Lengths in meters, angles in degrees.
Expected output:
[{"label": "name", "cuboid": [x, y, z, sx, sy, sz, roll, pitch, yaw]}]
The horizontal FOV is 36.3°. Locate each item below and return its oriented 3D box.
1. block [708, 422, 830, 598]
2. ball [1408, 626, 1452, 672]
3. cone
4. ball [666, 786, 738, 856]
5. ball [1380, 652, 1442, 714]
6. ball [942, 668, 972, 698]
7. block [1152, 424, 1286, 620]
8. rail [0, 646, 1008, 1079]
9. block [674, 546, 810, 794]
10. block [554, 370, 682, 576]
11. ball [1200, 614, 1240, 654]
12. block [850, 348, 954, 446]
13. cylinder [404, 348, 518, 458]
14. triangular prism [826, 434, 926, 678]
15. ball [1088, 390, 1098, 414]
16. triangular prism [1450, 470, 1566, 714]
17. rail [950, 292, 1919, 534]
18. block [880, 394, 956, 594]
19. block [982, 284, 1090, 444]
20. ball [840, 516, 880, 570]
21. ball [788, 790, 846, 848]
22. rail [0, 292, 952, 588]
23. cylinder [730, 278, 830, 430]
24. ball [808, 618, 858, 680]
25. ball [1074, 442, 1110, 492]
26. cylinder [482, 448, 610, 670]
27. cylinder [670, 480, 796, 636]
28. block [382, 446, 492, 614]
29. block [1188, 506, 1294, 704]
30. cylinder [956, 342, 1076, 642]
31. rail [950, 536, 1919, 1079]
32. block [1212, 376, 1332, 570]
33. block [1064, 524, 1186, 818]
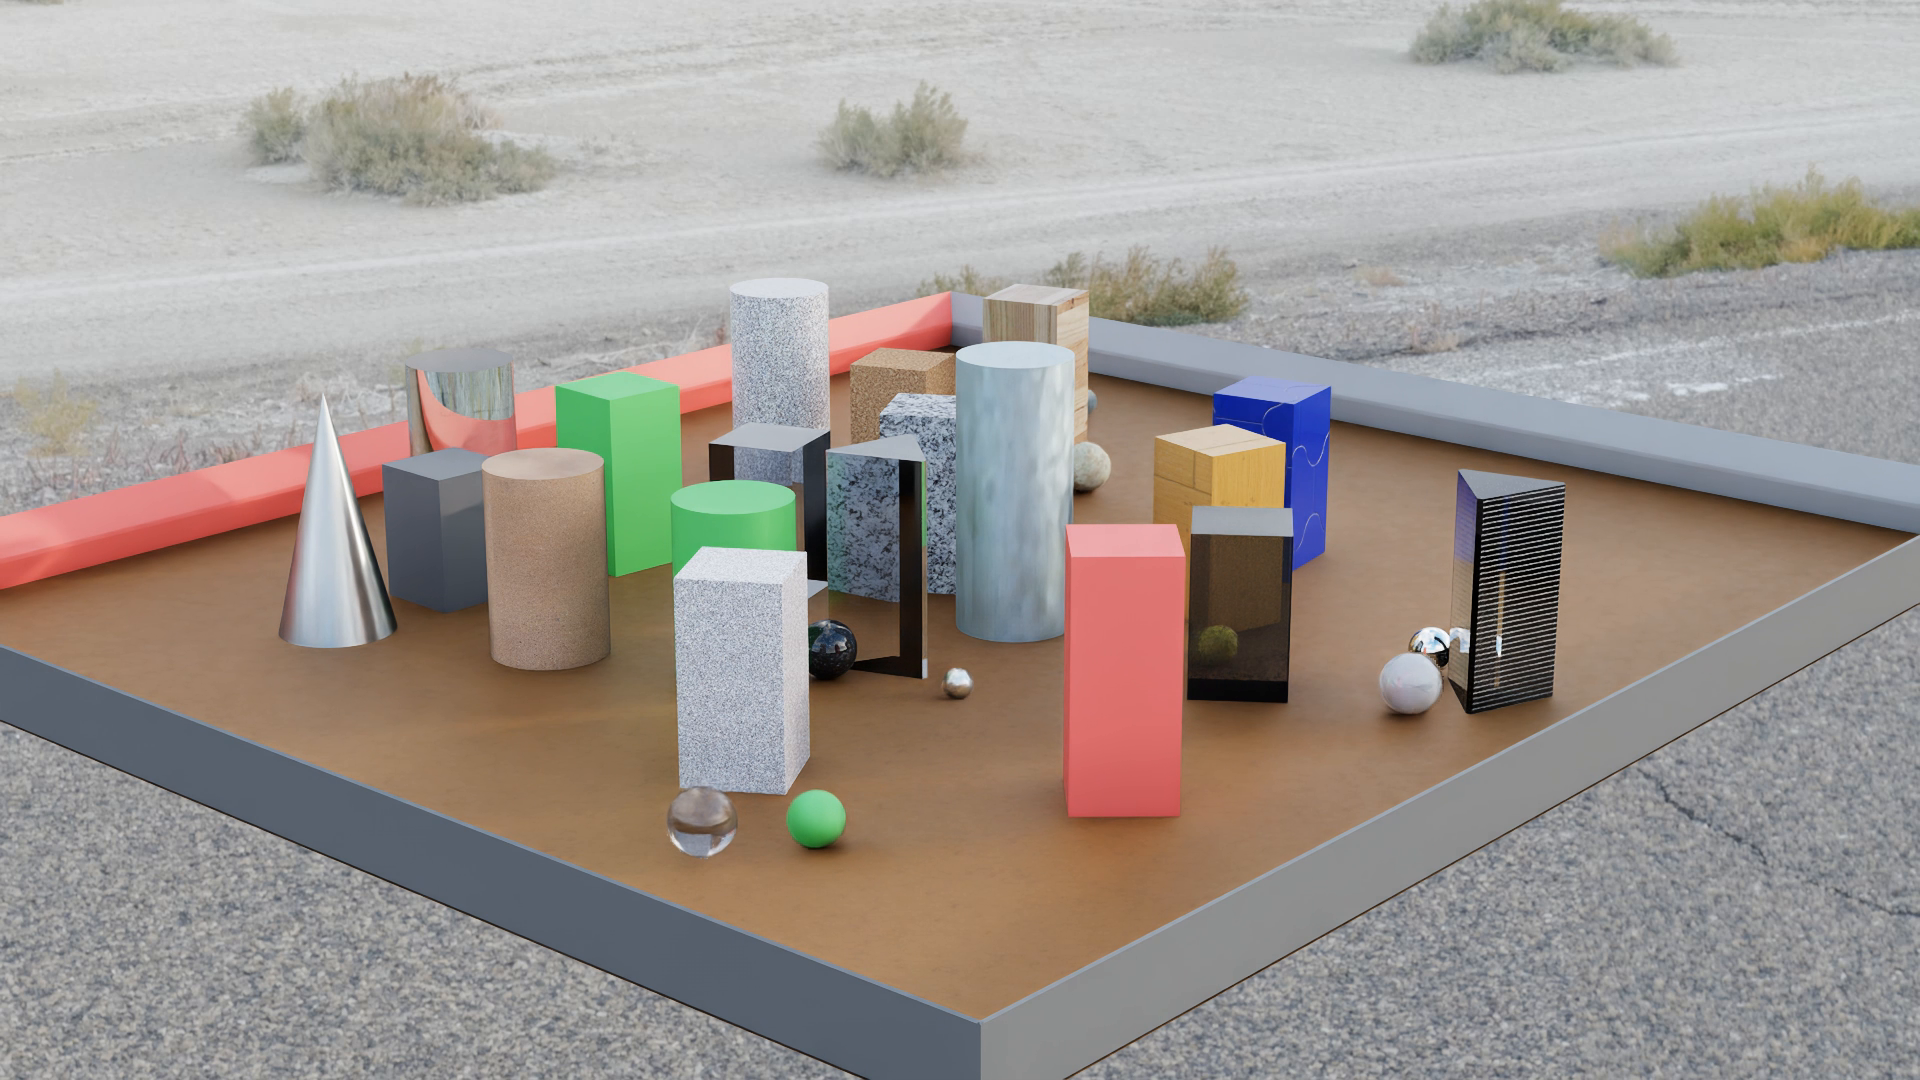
[{"label": "block", "cuboid": [-0.329, -0.046, 5.120, 0.158, 0.279, 0.158, 7, 18, 21]}, {"label": "ball", "cuboid": [0.761, 0.177, 4.732, 0.076, 0.076, 0.076, 0, 17, 0]}, {"label": "cone", "cuboid": [-1.050, -0.047, 4.894, 0.197, 0.413, 0.197, 0, 17, 0]}, {"label": "ball", "cuboid": [-0.353, 0.384, 4.008, 0.098, 0.098, 0.098, 0, 17, 0]}, {"label": "ball", "cuboid": [0.698, 0.223, 4.548, 0.095, 0.095, 0.095, 0, 17, 0]}, {"label": "ball", "cuboid": [-0.005, 0.225, 4.622, 0.047, 0.047, 0.047, 0, 17, 0]}, {"label": "block", "cuboid": [0.441, -0.026, 5.019, 0.158, 0.300, 0.158, -11, 20, -32]}, {"label": "rail", "cuboid": [-0.939, 0.344, 4.084, 2.589, 0.128, 0.045, 14, 22, 39]}, {"label": "block", "cuboid": [-0.316, 0.189, 4.272, 0.158, 0.319, 0.158, 3, 17, 10]}, {"label": "block", "cuboid": [-0.614, -0.121, 5.292, 0.158, 0.325, 0.158, -16, 23, -42]}, {"label": "ball", "cuboid": [0.428, 0.154, 4.828, 0.064, 0.064, 0.064, 0, 17, 0]}, {"label": "block", "cuboid": [-0.111, -0.228, 5.756, 0.158, 0.261, 0.158, 6, 18, 20]}, {"label": "cylinder", "cuboid": [-0.921, -0.171, 5.439, 0.197, 0.335, 0.197, 0, 17, 0]}, {"label": "triangular prism", "cuboid": [-0.108, 0.021, 4.757, 0.171, 0.362, 0.148, 6, 18, 20]}, {"label": "ball", "cuboid": [0.268, -0.299, 6.341, 0.059, 0.059, 0.059, 0, 17, 0]}, {"label": "triangular prism", "cuboid": [0.826, 0.073, 4.606, 0.171, 0.348, 0.148, -10, 19, -29]}, {"label": "rail", "cuboid": [0.939, -0.280, 6.156, 2.589, 0.128, 0.045, 14, 22, 39]}, {"label": "block", "cuboid": [-0.047, -0.082, 5.173, 0.158, 0.318, 0.158, 3, 17, 11]}, {"label": "block", "cuboid": [0.150, -0.303, 5.809, 0.158, 0.374, 0.158, 8, 18, 24]}, {"label": "ball", "cuboid": [-0.165, 0.006, 5.263, 0.097, 0.097, 0.097, 0, 17, 0]}, {"label": "ball", "cuboid": [-0.197, 0.384, 4.040, 0.080, 0.080, 0.080, 0, 17, 0]}, {"label": "rail", "cuboid": [-0.960, -0.208, 5.918, 0.045, 0.128, 2.912, 14, 22, 39]}, {"label": "cylinder", "cuboid": [-0.360, -0.325, 5.891, 0.197, 0.370, 0.197, 0, 17, 0]}, {"label": "ball", "cuboid": [-0.213, 0.175, 4.705, 0.096, 0.096, 0.096, 0, 17, 0]}, {"label": "ball", "cuboid": [0.247, -0.144, 5.760, 0.097, 0.097, 0.097, 0, 17, 0]}, {"label": "cylinder", "cuboid": [-0.676, 0.029, 4.799, 0.197, 0.321, 0.197, 0, 17, 0]}, {"label": "cylinder", "cuboid": [-0.359, 0.076, 4.680, 0.197, 0.300, 0.197, 0, 17, 0]}, {"label": "block", "cuboid": [-0.888, -0.019, 5.105, 0.158, 0.237, 0.158, 15, 22, 40]}, {"label": "block", "cuboid": [0.443, 0.101, 4.645, 0.158, 0.273, 0.158, 2, 17, 5]}, {"label": "cylinder", "cuboid": [0.091, -0.082, 4.912, 0.197, 0.469, 0.197, 0, 17, 0]}, {"label": "rail", "cuboid": [0.960, 0.273, 4.322, 0.045, 0.128, 2.912, 14, 22, 39]}, {"label": "block", "cuboid": [0.561, -0.120, 5.310, 0.158, 0.313, 0.158, 10, 19, 30]}, {"label": "block", "cuboid": [0.231, 0.185, 4.172, 0.158, 0.385, 0.158, 0, 17, -1]}]
